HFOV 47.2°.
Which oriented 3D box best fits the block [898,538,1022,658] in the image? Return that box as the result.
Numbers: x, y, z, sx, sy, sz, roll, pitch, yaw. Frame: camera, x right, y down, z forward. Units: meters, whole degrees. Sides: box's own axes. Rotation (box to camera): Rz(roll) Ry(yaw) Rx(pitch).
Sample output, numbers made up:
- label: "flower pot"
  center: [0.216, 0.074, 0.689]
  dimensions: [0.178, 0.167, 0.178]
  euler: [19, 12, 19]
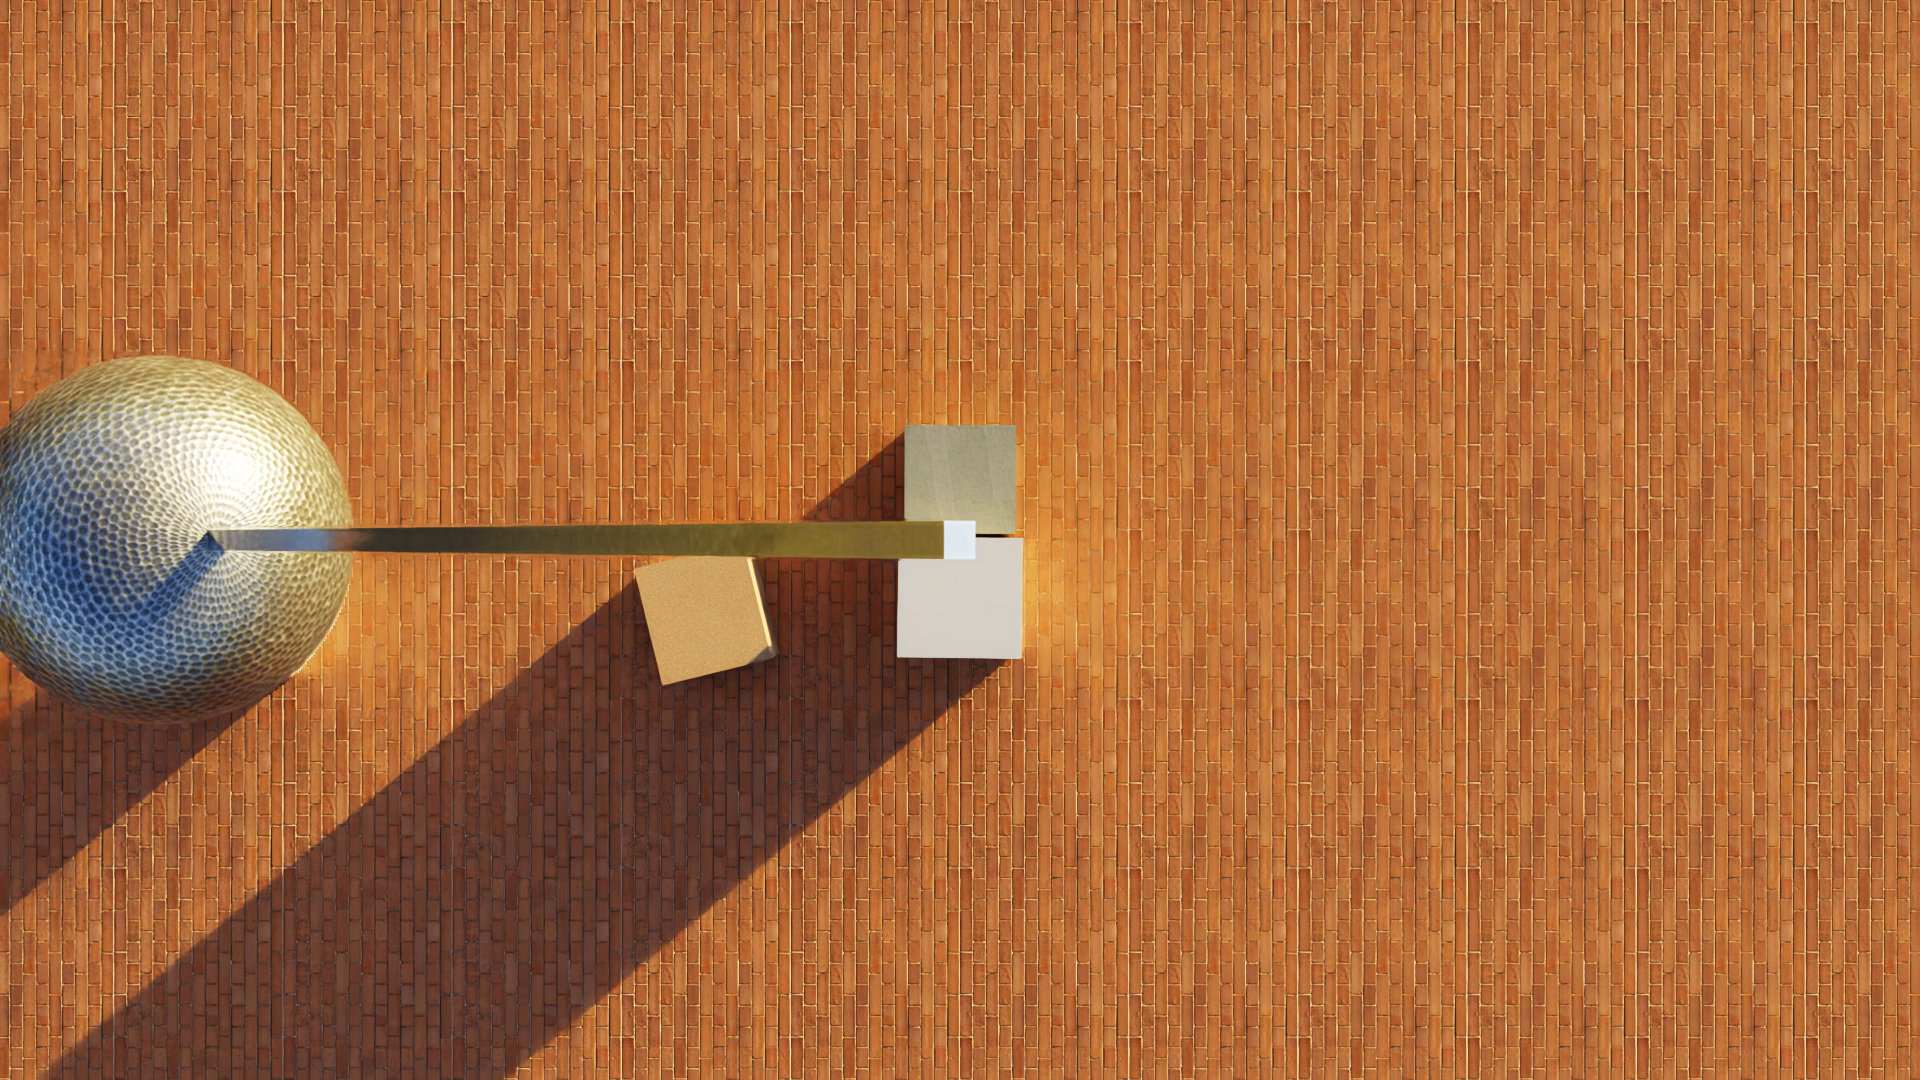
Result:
- label: "block"
  center: [0.000, 0.322, 12.636]
  dimensions: [0.694, 0.728, 0.673]
  euler: [1, 90, 0]

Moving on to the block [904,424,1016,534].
- label: "block"
  center: [0.001, -0.345, 12.746]
  dimensions: [0.633, 0.508, 0.617]
  euler: [0, 90, 0]

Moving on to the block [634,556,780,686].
- label: "block"
  center: [-1.453, 0.416, 12.709]
  dimensions: [0.634, 0.582, 0.679]
  euler: [-14, 90, 0]

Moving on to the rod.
- label: "rod"
  center: [-1.495, 0.000, 6.738]
  dimensions: [0.080, 5.200, 0.080]
  euler: [0, 90, -35]

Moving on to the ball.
- label: "ball"
  center: [-3.450, 0.000, 9.520]
  dimensions: [1.600, 1.600, 1.600]
  euler: [0, 90, 0]
